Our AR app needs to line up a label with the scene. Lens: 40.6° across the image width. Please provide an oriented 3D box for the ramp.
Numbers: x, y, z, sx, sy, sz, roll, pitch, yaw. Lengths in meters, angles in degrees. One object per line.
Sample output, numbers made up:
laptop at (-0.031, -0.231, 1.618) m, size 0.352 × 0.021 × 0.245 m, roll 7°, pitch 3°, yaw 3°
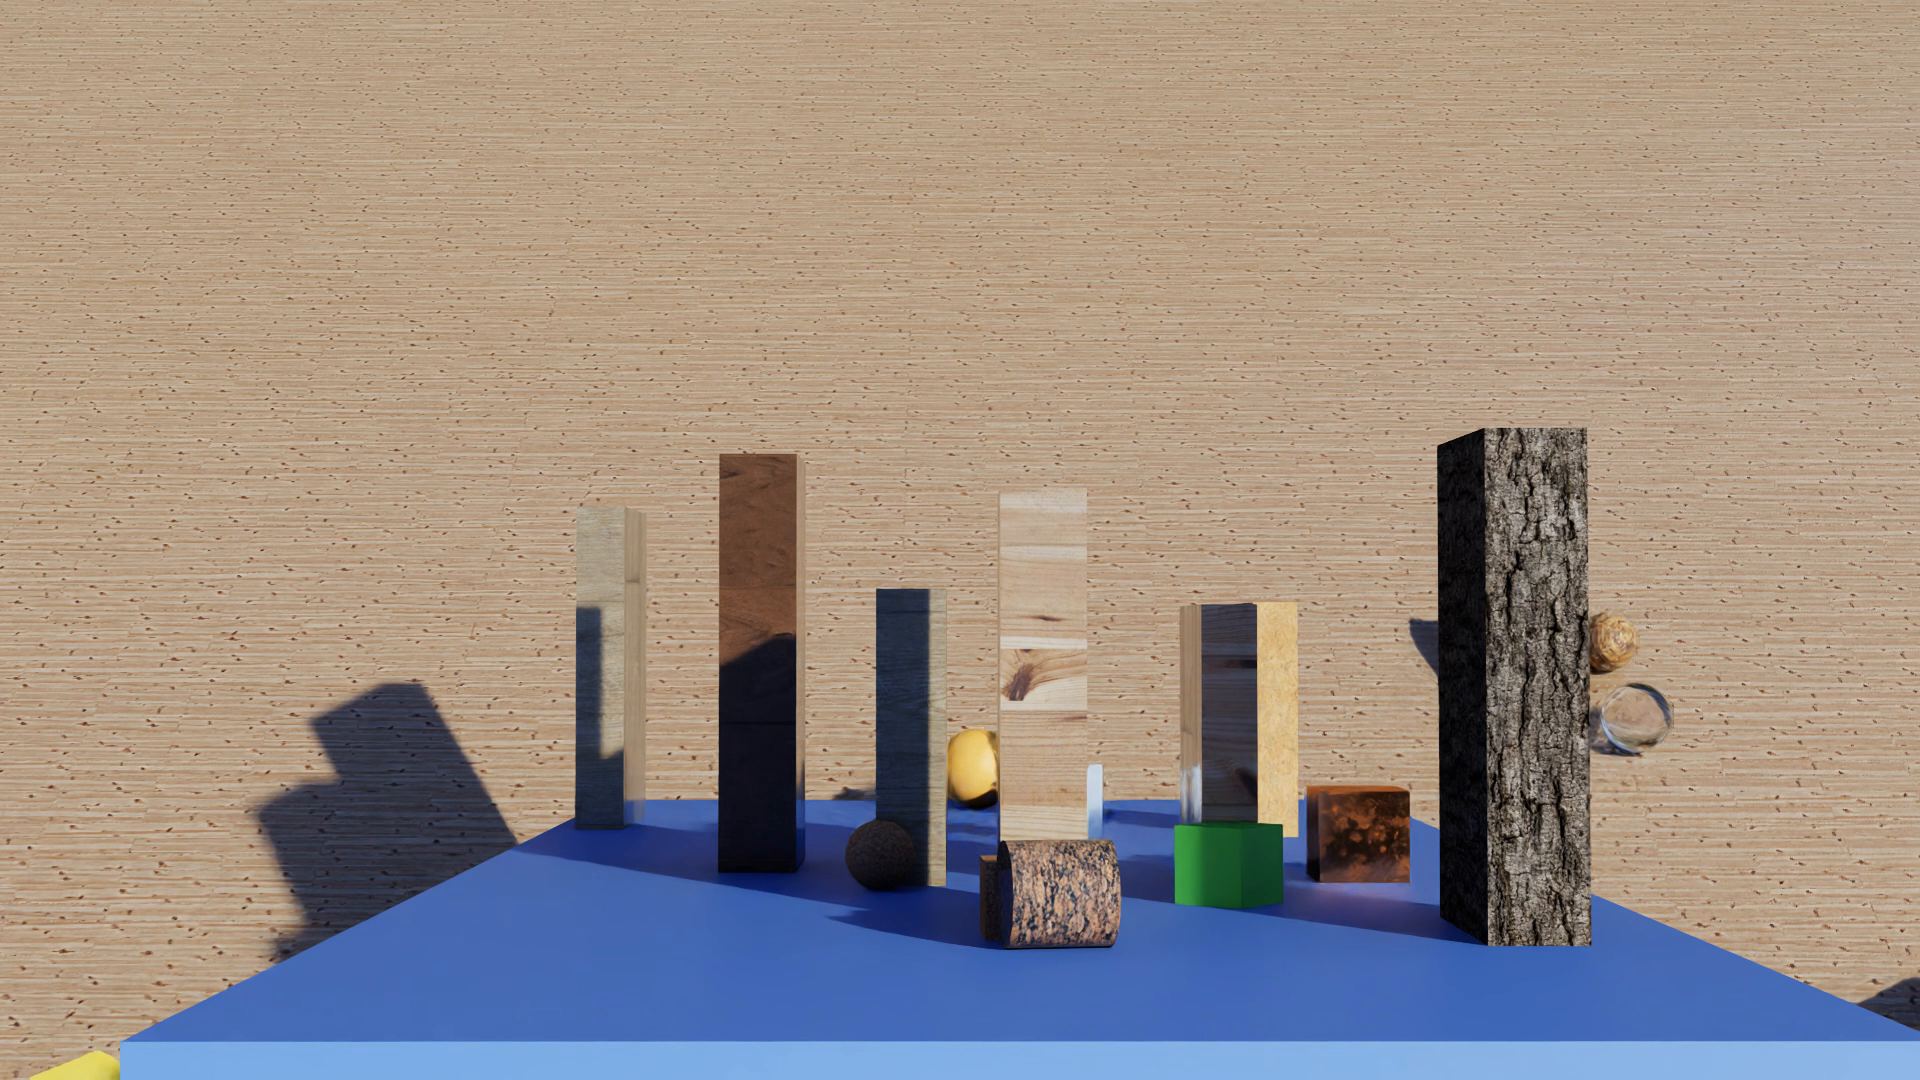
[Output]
ramp at (0.078, 0.667, 4.848) m, size 2.000 × 0.100 × 4.000 m, roll 0°, pitch -2°, yaw 0°

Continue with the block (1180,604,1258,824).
block at (0.455, 0.362, 4.594) m, size 0.095 × 0.493 × 0.430 m, roll 0°, pitch -2°, yaw 0°

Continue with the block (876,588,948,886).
block at (-0.086, 0.353, 4.768) m, size 0.123 × 0.523 × 0.384 m, roll 0°, pitch -2°, yaw 0°

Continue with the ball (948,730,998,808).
ball at (0.043, 0.574, 6.521) m, size 0.199 × 0.199 × 0.199 m, roll 0°, pitch 35°, yaw 0°

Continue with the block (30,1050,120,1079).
block at (-1.965, 1.292, 5.866) m, size 0.179 × 0.179 × 0.179 m, roll -23°, pitch 55°, yaw 9°

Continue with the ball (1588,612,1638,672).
ball at (1.844, 0.290, 7.400) m, size 0.166 × 0.166 × 0.166 m, roll 0°, pitch 35°, yaw 0°

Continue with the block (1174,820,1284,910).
block at (0.444, 0.534, 4.282) m, size 0.129 × 0.129 × 0.129 m, roll -2°, pitch -2°, yaw 38°

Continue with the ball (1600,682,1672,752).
ball at (1.849, 0.486, 7.103) m, size 0.190 × 0.190 × 0.190 m, roll 0°, pitch 35°, yaw 0°

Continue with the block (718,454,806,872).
block at (-0.376, 0.232, 4.967) m, size 0.144 × 0.778 × 0.286 m, roll 0°, pitch -2°, yaw 0°

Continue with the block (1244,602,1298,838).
block at (0.685, 0.395, 5.817) m, size 0.097 × 0.508 × 0.359 m, roll 0°, pitch -2°, yaw 0°

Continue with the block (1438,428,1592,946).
block at (0.827, 0.215, 3.903) m, size 0.147 × 0.741 × 0.371 m, roll 0°, pitch -2°, yaw 0°

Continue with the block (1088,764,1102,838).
block at (0.195, 0.564, 5.613) m, size 0.158 × 0.158 × 0.158 m, roll 2°, pitch -3°, yaw -42°

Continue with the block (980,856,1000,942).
block at (0.090, 0.526, 3.823) m, size 0.114 × 0.114 × 0.114 m, roll 0°, pitch -2°, yaw -4°

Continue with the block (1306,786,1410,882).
block at (0.720, 0.531, 4.707) m, size 0.162 × 0.162 × 0.162 m, roll 0°, pitch -2°, yaw 0°

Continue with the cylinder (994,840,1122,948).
cylinder at (0.138, 0.502, 3.692) m, size 0.153 × 0.153 × 0.153 m, roll 0°, pitch 35°, yaw -9°

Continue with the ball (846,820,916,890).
ball at (-0.138, 0.546, 4.509) m, size 0.120 × 0.120 × 0.120 m, roll 0°, pitch 35°, yaw 0°

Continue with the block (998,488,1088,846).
block at (0.126, 0.259, 4.057) m, size 0.130 × 0.664 × 0.328 m, roll 0°, pitch -2°, yaw 0°

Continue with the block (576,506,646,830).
block at (-0.810, 0.294, 6.048) m, size 0.108 × 0.727 × 0.414 m, roll 0°, pitch -2°, yaw 0°
